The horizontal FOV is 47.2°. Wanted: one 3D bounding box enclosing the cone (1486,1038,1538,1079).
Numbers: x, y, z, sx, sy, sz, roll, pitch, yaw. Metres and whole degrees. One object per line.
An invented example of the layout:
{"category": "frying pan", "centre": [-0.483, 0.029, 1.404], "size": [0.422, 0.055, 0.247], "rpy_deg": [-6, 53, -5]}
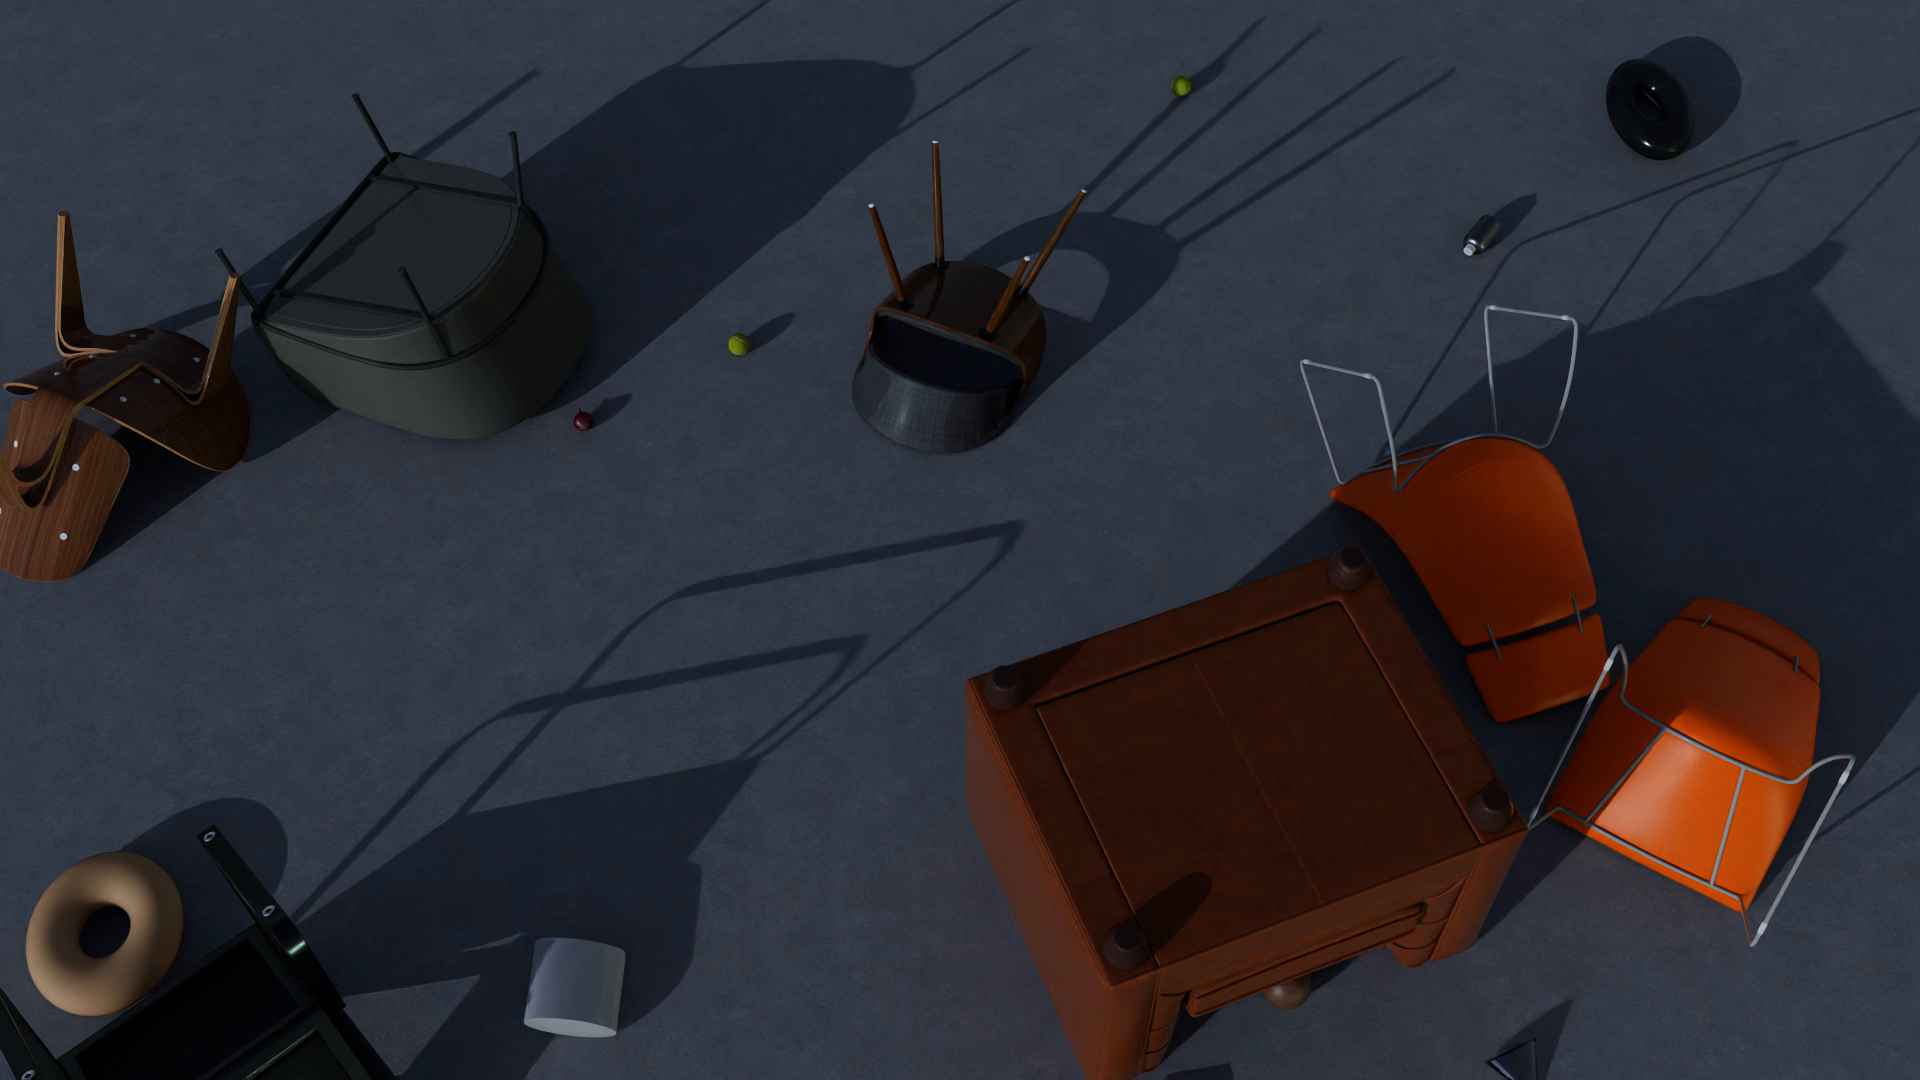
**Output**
{"category": "cone", "centre": [1.445, 1.374, 5.631], "size": [0.156, 0.071, 0.147], "rpy_deg": [-21, 72, -15]}

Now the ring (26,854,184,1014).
{"category": "ring", "centre": [-2.258, 1.036, 5.809], "size": [0.403, 0.119, 0.465], "rpy_deg": [-6, 56, -5]}

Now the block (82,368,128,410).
{"category": "block", "centre": [-2.664, -0.469, 6.849], "size": [0.075, 0.066, 0.095], "rpy_deg": [22, 59, 14]}

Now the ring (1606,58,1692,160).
{"category": "ring", "centre": [2.348, -1.467, 7.490], "size": [0.279, 0.116, 0.448], "rpy_deg": [-3, 55, -4]}

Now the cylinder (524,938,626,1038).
{"category": "cylinder", "centre": [-0.999, 1.163, 5.717], "size": [0.239, 0.112, 0.220], "rpy_deg": [11, 55, -13]}
